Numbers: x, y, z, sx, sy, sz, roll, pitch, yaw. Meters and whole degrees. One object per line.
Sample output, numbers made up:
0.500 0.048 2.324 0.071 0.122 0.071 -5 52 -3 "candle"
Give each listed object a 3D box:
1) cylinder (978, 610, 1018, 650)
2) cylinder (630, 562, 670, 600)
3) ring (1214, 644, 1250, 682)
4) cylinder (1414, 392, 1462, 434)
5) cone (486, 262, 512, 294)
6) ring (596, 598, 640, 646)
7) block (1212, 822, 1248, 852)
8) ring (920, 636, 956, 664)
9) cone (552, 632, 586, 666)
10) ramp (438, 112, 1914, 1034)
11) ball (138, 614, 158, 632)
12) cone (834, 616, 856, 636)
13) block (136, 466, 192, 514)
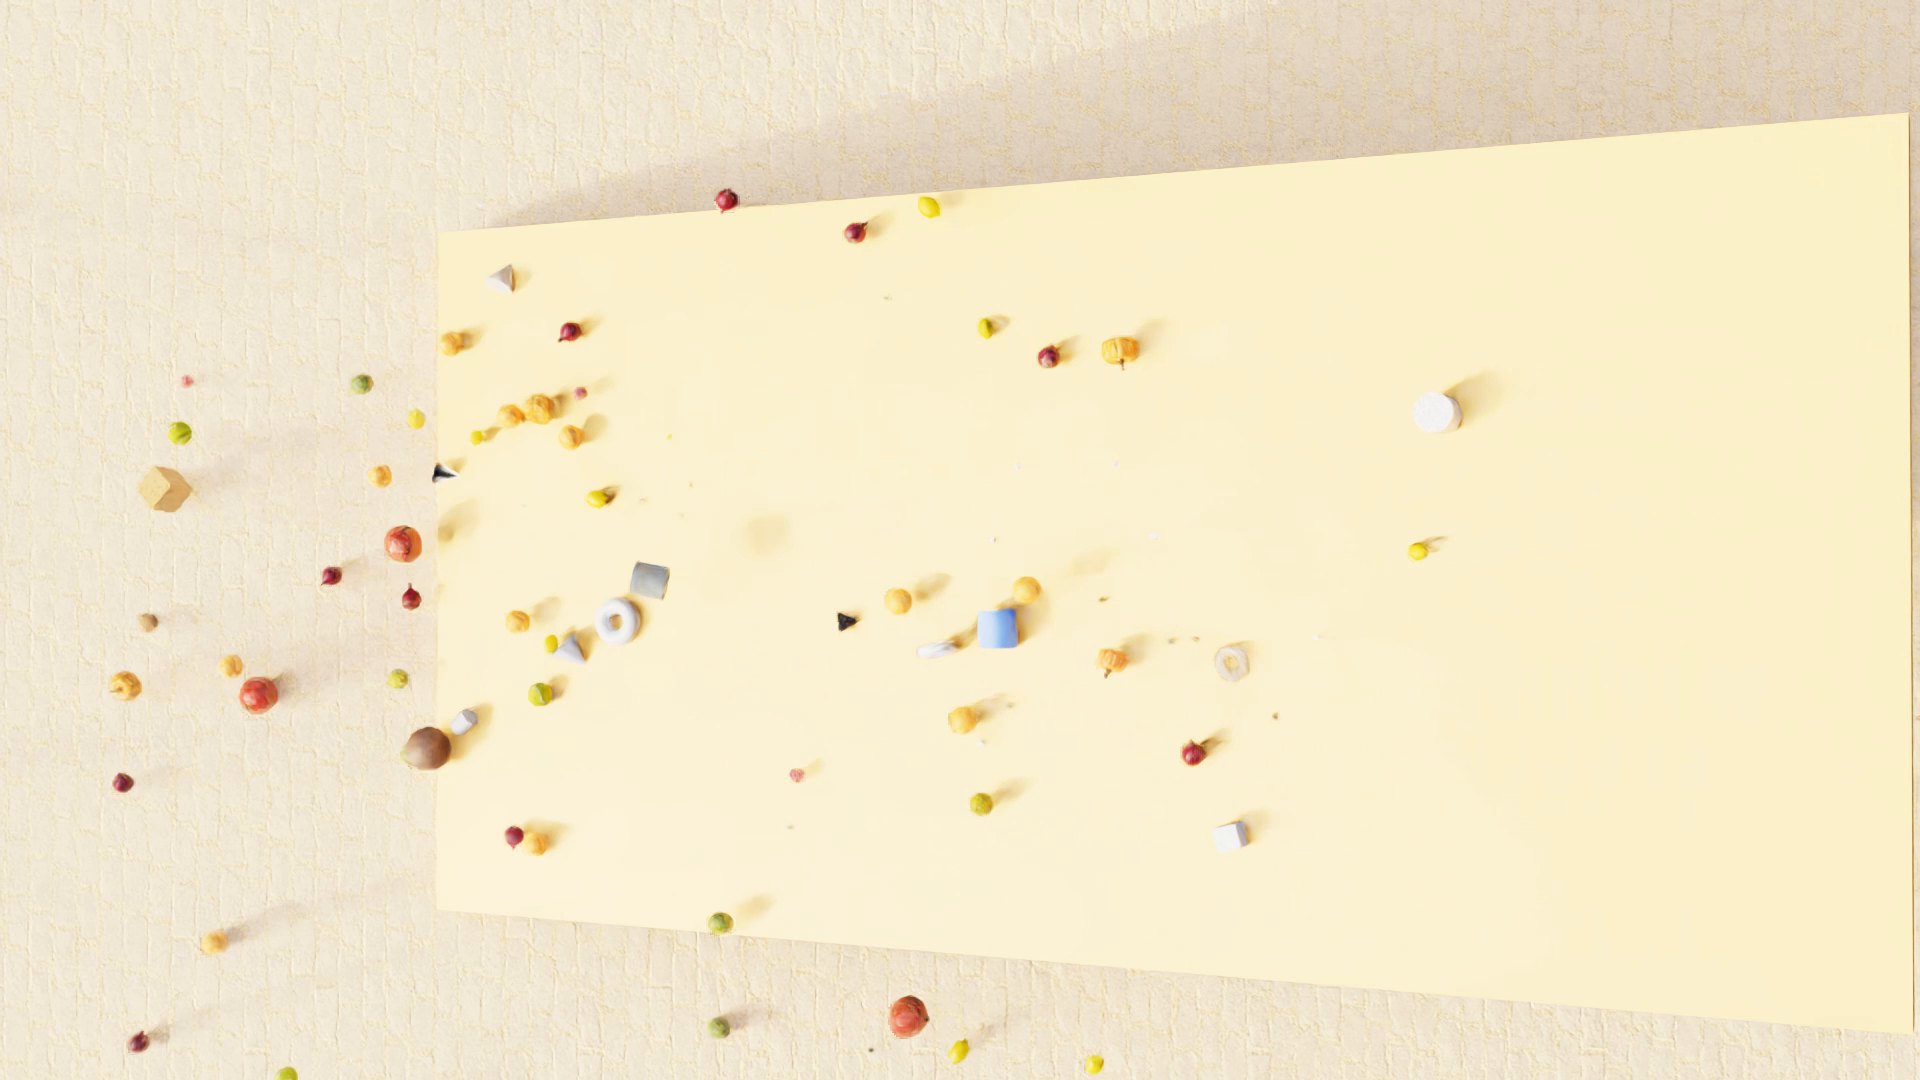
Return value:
0.097 0.229 5.658 0.099 0.099 0.099 -2 88 0 "cylinder"
-0.836 0.109 5.932 0.090 0.090 0.090 12 89 0 "cylinder"
0.670 0.304 5.420 0.095 0.032 0.095 0 91 26 "ring"
1.124 -0.297 5.174 0.094 0.094 0.094 0 89 26 "cylinder"
-1.320 -0.772 6.384 0.082 0.082 0.082 24 71 0 "cone"
-0.966 0.230 6.198 0.140 0.047 0.140 -1 89 25 "ring"
0.664 0.729 5.402 0.060 0.060 0.060 -17 82 25 "block"
-0.058 0.287 5.730 0.106 0.106 0.035 -24 106 0 "ring"
-1.096 0.327 6.261 0.094 0.094 0.094 -45 99 0 "cone"
0.281 0.081 5.682 4.000 0.100 2.000 0 89 26 "ramp"
-2.425 0.247 6.562 0.058 0.058 0.058 0 89 0 "ball"
-0.297 0.219 5.888 0.057 0.057 0.057 -22 89 -28 "cone"
-2.352 -0.149 6.504 0.093 0.093 0.093 -48 67 10 "block"
